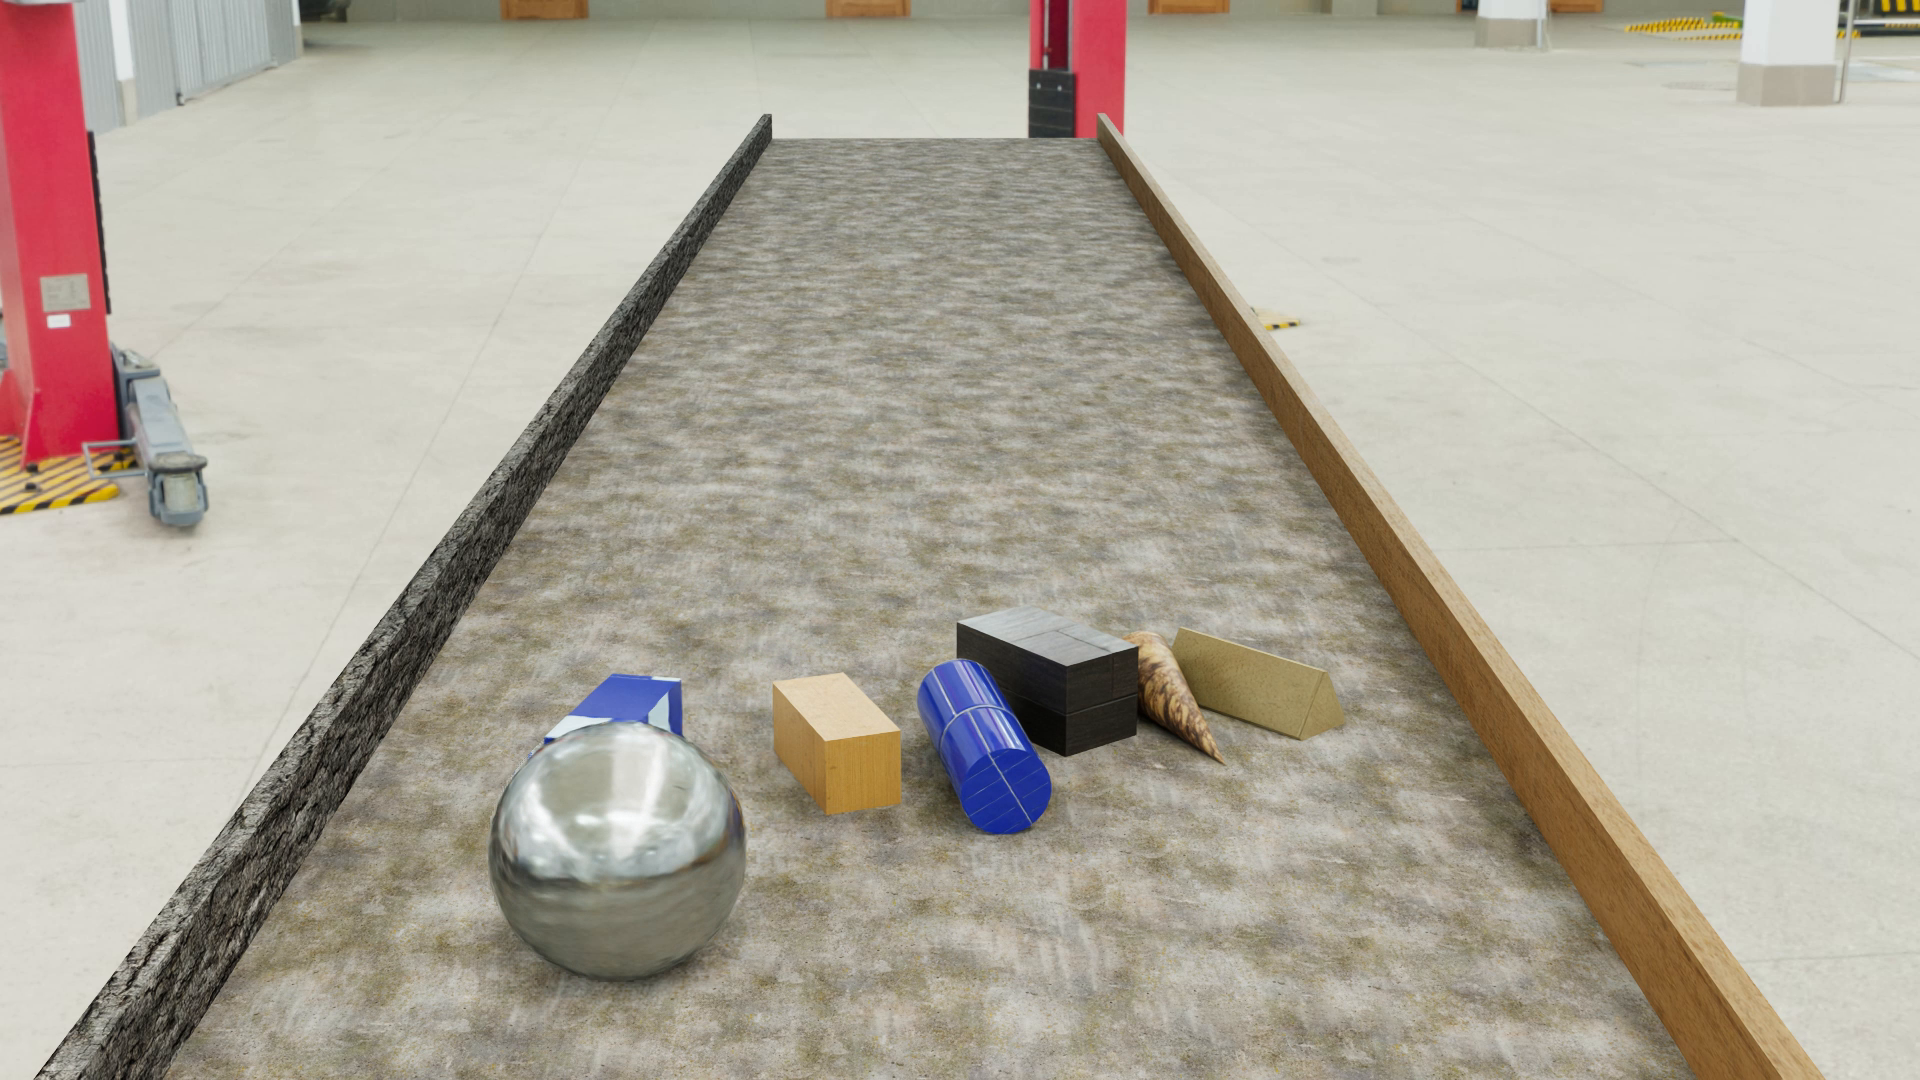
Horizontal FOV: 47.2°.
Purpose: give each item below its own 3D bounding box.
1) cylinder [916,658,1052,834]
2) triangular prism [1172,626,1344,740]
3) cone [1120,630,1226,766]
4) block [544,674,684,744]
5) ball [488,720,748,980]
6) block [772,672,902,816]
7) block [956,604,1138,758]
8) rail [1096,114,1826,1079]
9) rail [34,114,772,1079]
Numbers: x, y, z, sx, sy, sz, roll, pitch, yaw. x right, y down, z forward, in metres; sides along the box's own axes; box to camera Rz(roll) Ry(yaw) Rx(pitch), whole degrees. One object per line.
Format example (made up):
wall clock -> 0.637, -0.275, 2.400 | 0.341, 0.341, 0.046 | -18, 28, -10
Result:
cylinder -> 0.035, 0.348, 3.787 | 0.151, 0.151, 0.438 | -3, 17, -10
triangular prism -> 0.546, 0.259, 4.142 | 0.134, 0.116, 0.348 | -15, 22, -42
cone -> 0.403, 0.318, 4.027 | 0.150, 0.150, 0.360 | -7, 30, -22
block -> -0.596, 0.351, 3.818 | 0.130, 0.130, 0.318 | 4, 17, 12
ball -> -0.483, 0.438, 3.115 | 0.364, 0.364, 0.364 | 0, 17, 0
block -> -0.217, 0.349, 3.819 | 0.133, 0.133, 0.304 | -6, 18, -20
block -> 0.158, 0.255, 4.066 | 0.173, 0.173, 0.312 | -13, 21, -37
rail -> 0.932, -0.844, 7.801 | 0.050, 0.150, 12.000 | 0, 17, -1
rail -> -1.118, -0.838, 7.780 | 0.050, 0.150, 12.000 | 0, 17, -1
